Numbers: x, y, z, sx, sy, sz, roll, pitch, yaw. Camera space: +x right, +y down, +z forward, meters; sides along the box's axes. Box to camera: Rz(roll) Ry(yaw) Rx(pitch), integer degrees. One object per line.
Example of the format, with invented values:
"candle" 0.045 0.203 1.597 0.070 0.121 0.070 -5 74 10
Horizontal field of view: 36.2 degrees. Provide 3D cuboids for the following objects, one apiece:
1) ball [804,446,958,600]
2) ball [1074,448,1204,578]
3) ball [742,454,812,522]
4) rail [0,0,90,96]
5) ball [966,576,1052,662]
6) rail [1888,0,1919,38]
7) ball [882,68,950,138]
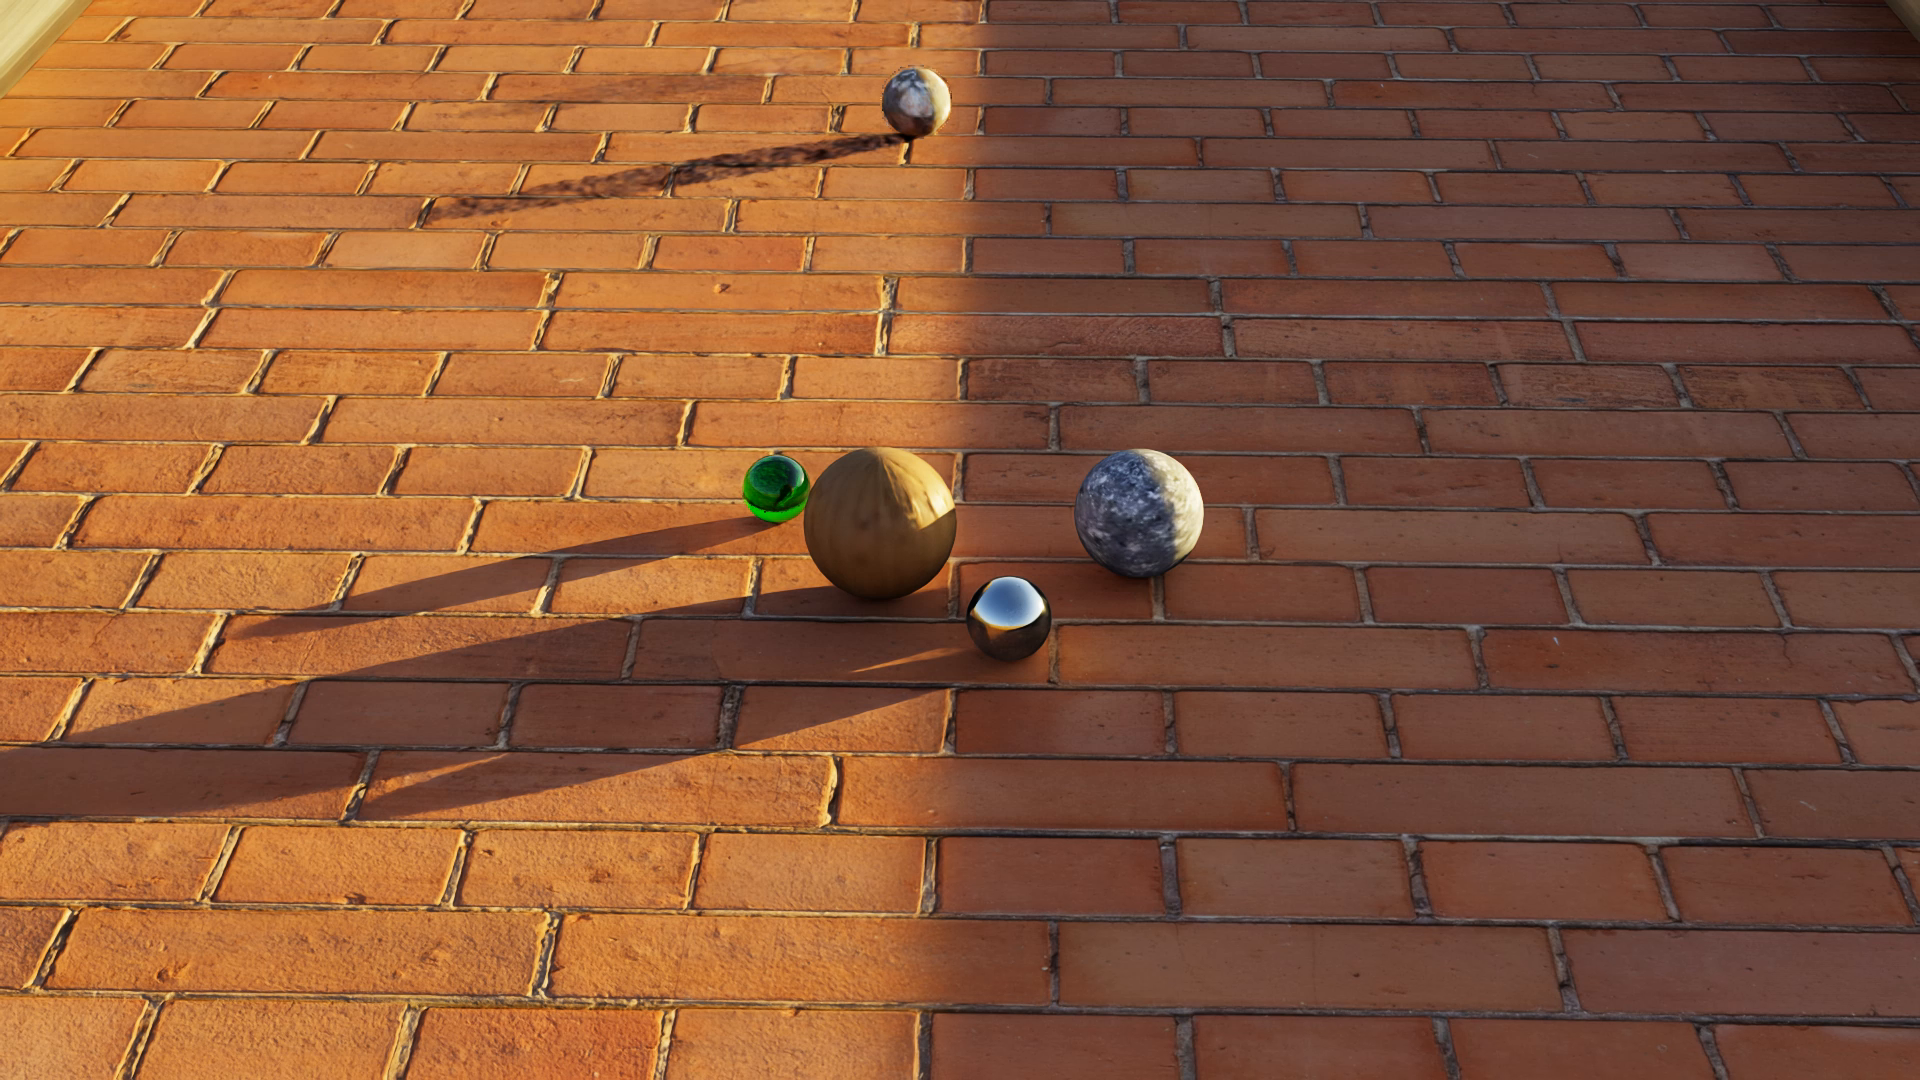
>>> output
"ball" -0.048 -0.010 1.778 0.093 0.093 0.093 0 28 0
"ball" 0.110 -0.016 1.805 0.080 0.080 0.080 0 28 0
"ball" -0.117 -0.033 1.874 0.044 0.044 0.044 0 28 0
"rail" -0.827 -0.410 2.506 0.045 0.121 3.230 1 28 1
"ball" 0.029 0.046 1.718 0.050 0.050 0.050 0 28 0
"rail" 0.866 -0.392 2.471 0.045 0.121 3.230 1 28 1
"ball" -0.037 -0.372 2.503 0.059 0.059 0.059 0 28 0
